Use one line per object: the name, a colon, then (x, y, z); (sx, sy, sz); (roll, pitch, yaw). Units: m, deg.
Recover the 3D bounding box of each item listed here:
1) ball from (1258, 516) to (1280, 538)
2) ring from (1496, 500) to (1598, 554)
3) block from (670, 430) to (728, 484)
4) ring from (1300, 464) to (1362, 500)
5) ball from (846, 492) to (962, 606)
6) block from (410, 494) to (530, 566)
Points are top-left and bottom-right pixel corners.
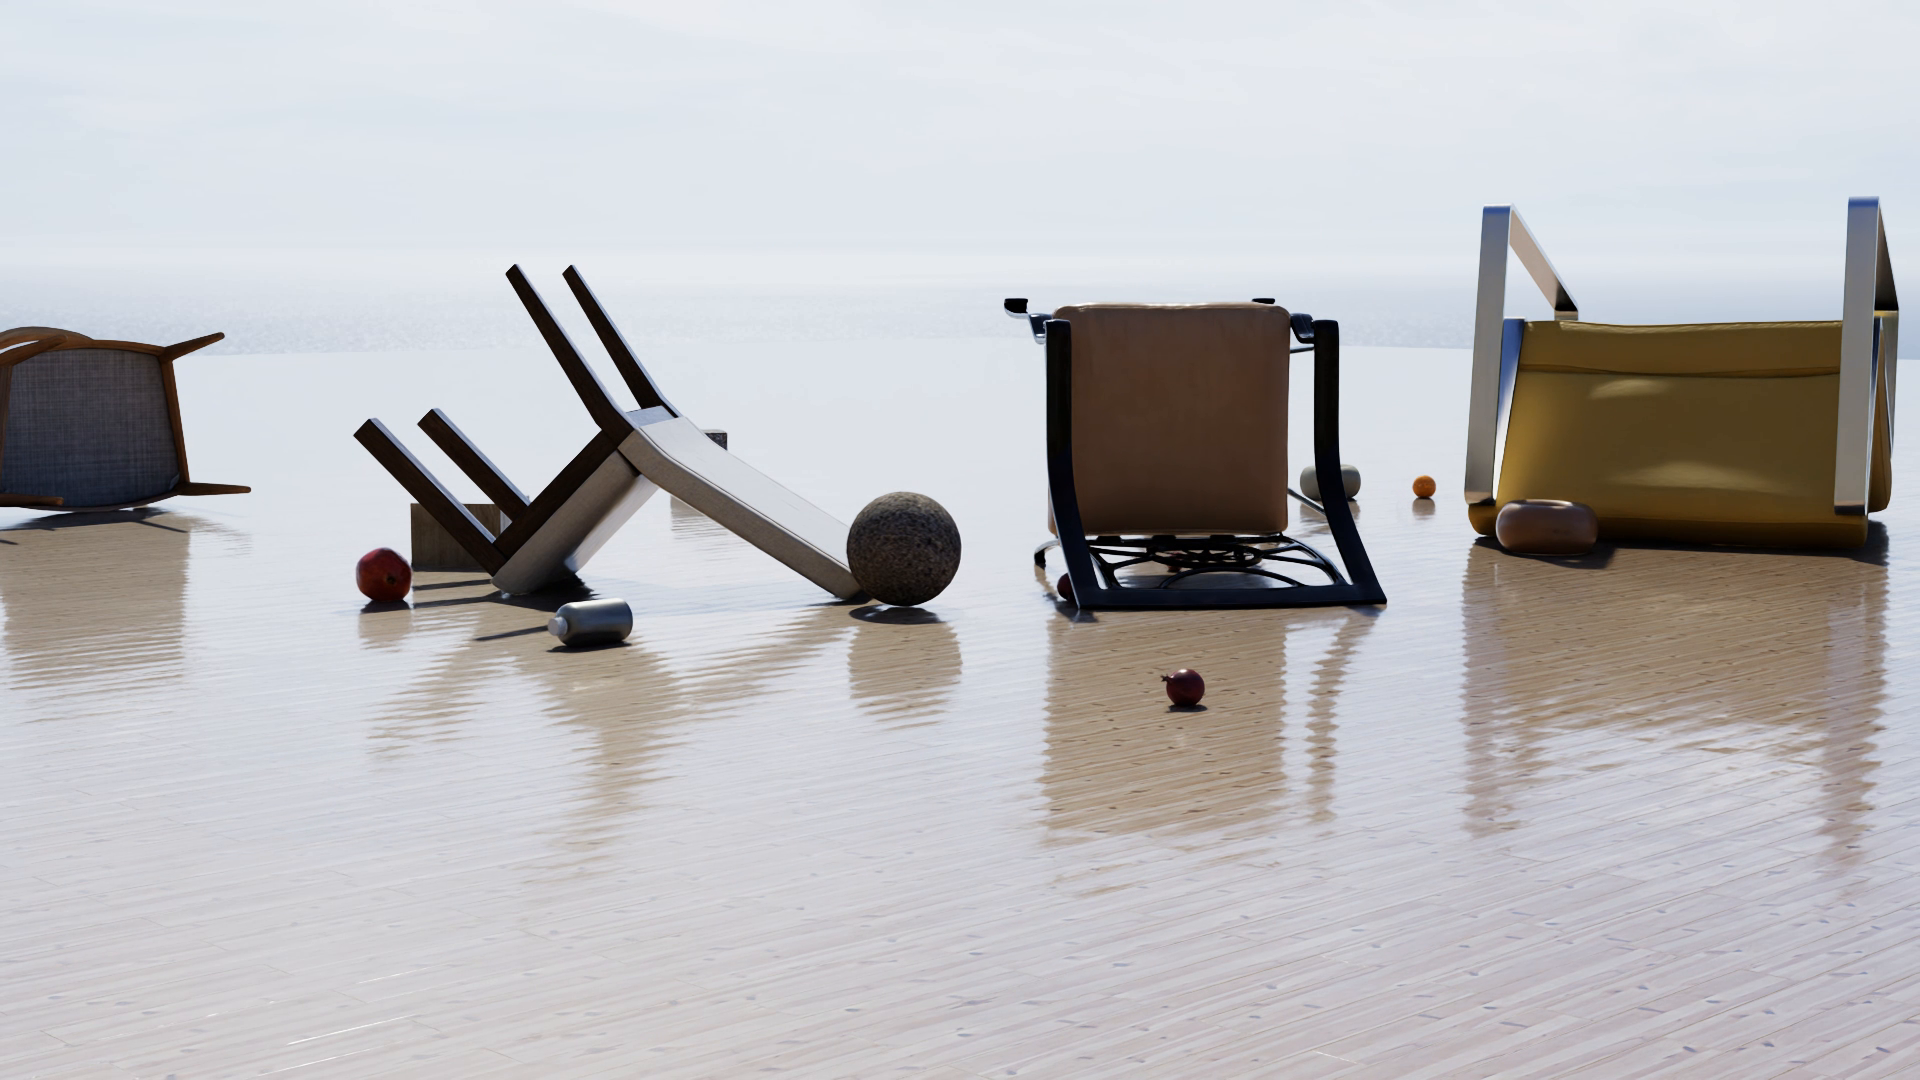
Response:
ball: (0.776, -0.032, 6.443); (0.057, 0.057, 0.057); (0, 6, 0)
ring: (1.406, -0.030, 6.145); (0.242, 0.118, 0.231); (1, 7, -4)
block: (-0.842, -0.271, 8.263); (0.166, 0.159, 0.203); (-1, 6, -12)
ring: (1.103, -0.174, 7.642); (0.180, 0.096, 0.191); (3, 8, 34)
ball: (-0.111, 0.018, 5.114); (0.231, 0.231, 0.231); (0, 6, 0)
block: (-1.136, -0.025, 5.964); (0.210, 0.142, 0.244); (1, 6, 6)
